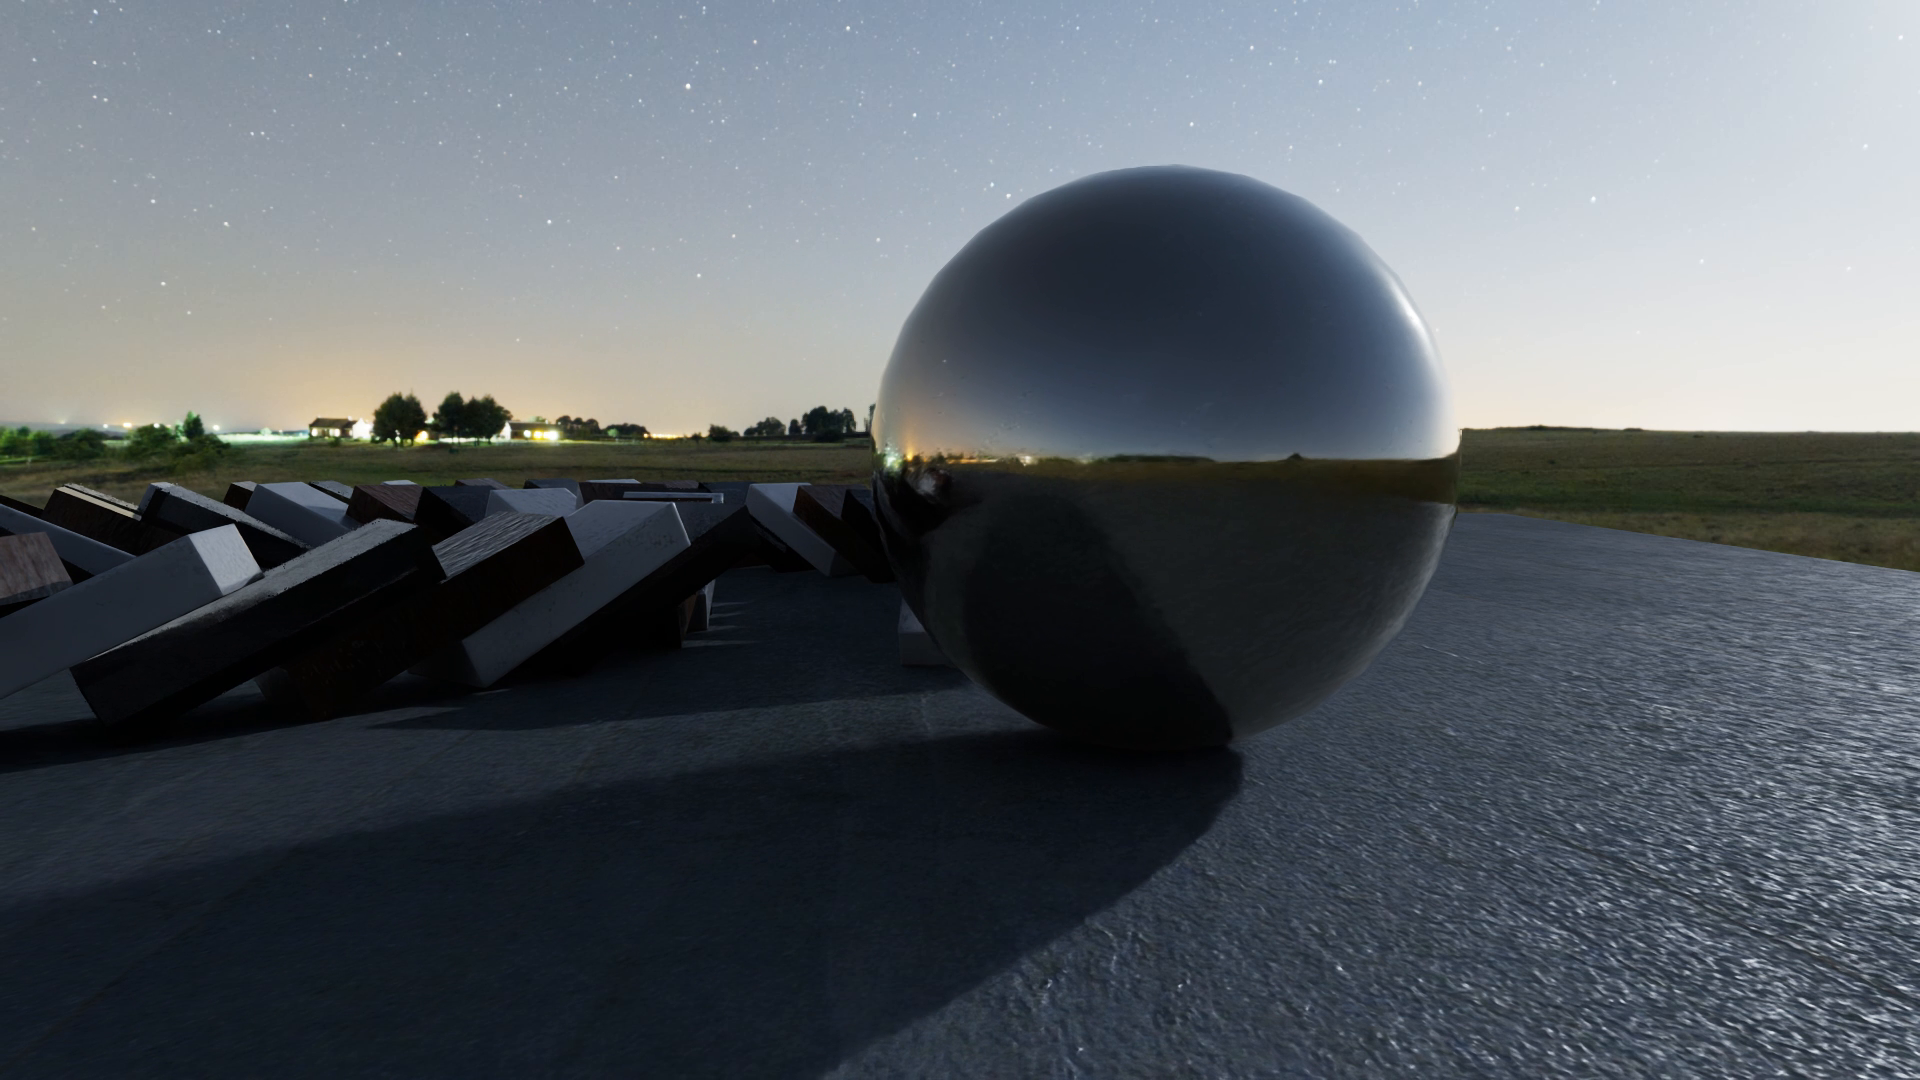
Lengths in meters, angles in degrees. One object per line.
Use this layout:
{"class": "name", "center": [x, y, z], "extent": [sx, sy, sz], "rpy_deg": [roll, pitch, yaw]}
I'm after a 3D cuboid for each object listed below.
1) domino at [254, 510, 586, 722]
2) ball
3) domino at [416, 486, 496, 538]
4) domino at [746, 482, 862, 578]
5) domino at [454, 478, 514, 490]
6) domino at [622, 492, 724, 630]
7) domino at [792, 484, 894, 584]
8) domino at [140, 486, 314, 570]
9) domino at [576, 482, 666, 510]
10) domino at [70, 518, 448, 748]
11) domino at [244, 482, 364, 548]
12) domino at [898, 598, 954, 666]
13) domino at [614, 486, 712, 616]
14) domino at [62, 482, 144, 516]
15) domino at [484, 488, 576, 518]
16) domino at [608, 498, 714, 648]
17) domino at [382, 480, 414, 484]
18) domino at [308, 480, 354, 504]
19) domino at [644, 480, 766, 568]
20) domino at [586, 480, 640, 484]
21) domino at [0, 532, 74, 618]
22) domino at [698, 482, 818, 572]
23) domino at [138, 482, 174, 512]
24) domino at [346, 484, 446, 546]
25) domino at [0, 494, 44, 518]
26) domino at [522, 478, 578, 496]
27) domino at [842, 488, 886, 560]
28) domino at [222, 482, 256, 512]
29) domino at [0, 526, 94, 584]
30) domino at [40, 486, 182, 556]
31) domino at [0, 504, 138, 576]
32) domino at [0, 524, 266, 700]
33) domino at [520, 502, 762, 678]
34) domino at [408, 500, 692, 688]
{"class": "domino", "center": [-0.092, 0.011, 0.218], "extent": [0.025, 0.009, 0.050], "rpy_deg": [4, 31, 46]}
{"class": "ball", "center": [0.027, -0.011, 0.180], "extent": [0.080, 0.080, 0.080], "rpy_deg": [0, 4, 0]}
{"class": "domino", "center": [-0.136, -0.001, 0.383], "extent": [0.050, 0.009, 0.025], "rpy_deg": [30, 16, 25]}
{"class": "domino", "center": [-0.048, -0.004, 0.431], "extent": [0.025, 0.010, 0.050], "rpy_deg": [-4, 30, -44]}
{"class": "domino", "center": [-0.161, -0.008, 0.477], "extent": [0.050, 0.009, 0.025], "rpy_deg": [25, 8, 6]}
{"class": "domino", "center": [-0.072, 0.004, 0.312], "extent": [0.025, 0.010, 0.050], "rpy_deg": [1, 29, -6]}
{"class": "domino", "center": [-0.030, -0.003, 0.414], "extent": [0.025, 0.009, 0.050], "rpy_deg": [-4, 29, -39]}
{"class": "domino", "center": [-0.208, -0.001, 0.376], "extent": [0.050, 0.009, 0.025], "rpy_deg": [26, -4, -19]}
{"class": "domino", "center": [-0.090, 0.000, 0.357], "extent": [0.025, 0.009, 0.050], "rpy_deg": [0, 30, -25]}
{"class": "domino", "center": [-0.109, 0.013, 0.201], "extent": [0.050, 0.009, 0.025], "rpy_deg": [-33, 22, -32]}
{"class": "domino", "center": [-0.185, -0.002, 0.388], "extent": [0.050, 0.010, 0.025], "rpy_deg": [26, 4, -2]}
{"class": "domino", "center": [0.002, 0.004, 0.261], "extent": [0.025, 0.009, 0.050], "rpy_deg": [0, 41, 3]}
{"class": "domino", "center": [-0.078, 0.002, 0.335], "extent": [0.025, 0.009, 0.050], "rpy_deg": [1, 29, -13]}
{"class": "domino", "center": [-0.277, -0.005, 0.435], "extent": [0.050, 0.009, 0.025], "rpy_deg": [25, -9, -28]}
{"class": "domino", "center": [-0.113, 0.000, 0.371], "extent": [0.050, 0.010, 0.025], "rpy_deg": [33, 23, 33]}
{"class": "domino", "center": [-0.071, 0.006, 0.287], "extent": [0.025, 0.009, 0.050], "rpy_deg": [0, 29, -1]}
{"class": "domino", "center": [-0.186, -0.007, 0.473], "extent": [0.050, 0.009, 0.025], "rpy_deg": [24, 2, -5]}
{"class": "domino", "center": [-0.210, -0.007, 0.468], "extent": [0.050, 0.009, 0.025], "rpy_deg": [24, 1, -9]}
{"class": "domino", "center": [-0.089, -0.006, 0.458], "extent": [0.050, 0.009, 0.025], "rpy_deg": [31, 20, 29]}
{"class": "domino", "center": [-0.112, -0.007, 0.468], "extent": [0.050, 0.010, 0.025], "rpy_deg": [29, 16, 24]}
{"class": "domino", "center": [-0.152, 0.015, 0.173], "extent": [0.050, 0.010, 0.025], "rpy_deg": [-25, 6, -1]}
{"class": "domino", "center": [-0.067, -0.005, 0.446], "extent": [0.050, 0.010, 0.025], "rpy_deg": [33, 24, 35]}
{"class": "domino", "center": [-0.256, -0.006, 0.449], "extent": [0.050, 0.010, 0.025], "rpy_deg": [24, -5, -21]}
{"class": "domino", "center": [-0.159, -0.002, 0.391], "extent": [0.050, 0.009, 0.025], "rpy_deg": [28, 13, 19]}
{"class": "domino", "center": [-0.295, -0.004, 0.418], "extent": [0.050, 0.009, 0.025], "rpy_deg": [28, -14, -37]}
{"class": "domino", "center": [-0.135, -0.008, 0.476], "extent": [0.050, 0.009, 0.025], "rpy_deg": [27, 13, 18]}
{"class": "domino", "center": [-0.014, -0.001, 0.393], "extent": [0.025, 0.010, 0.050], "rpy_deg": [-3, 28, -34]}
{"class": "domino", "center": [-0.234, -0.006, 0.459], "extent": [0.050, 0.009, 0.025], "rpy_deg": [24, -2, -16]}
{"class": "domino", "center": [-0.244, 0.002, 0.315], "extent": [0.025, 0.009, 0.050], "rpy_deg": [1, -26, 14]}
{"class": "domino", "center": [-0.228, 0.000, 0.362], "extent": [0.050, 0.009, 0.025], "rpy_deg": [27, -10, -29]}
{"class": "domino", "center": [-0.243, 0.001, 0.341], "extent": [0.025, 0.010, 0.050], "rpy_deg": [3, -22, 42]}
{"class": "domino", "center": [-0.129, 0.014, 0.182], "extent": [0.050, 0.009, 0.025], "rpy_deg": [-27, 11, -13]}
{"class": "domino", "center": [-0.067, 0.008, 0.256], "extent": [0.025, 0.010, 0.050], "rpy_deg": [4, 31, 39]}
{"class": "domino", "center": [-0.077, 0.008, 0.240], "extent": [0.025, 0.009, 0.050], "rpy_deg": [3, 30, 38]}
